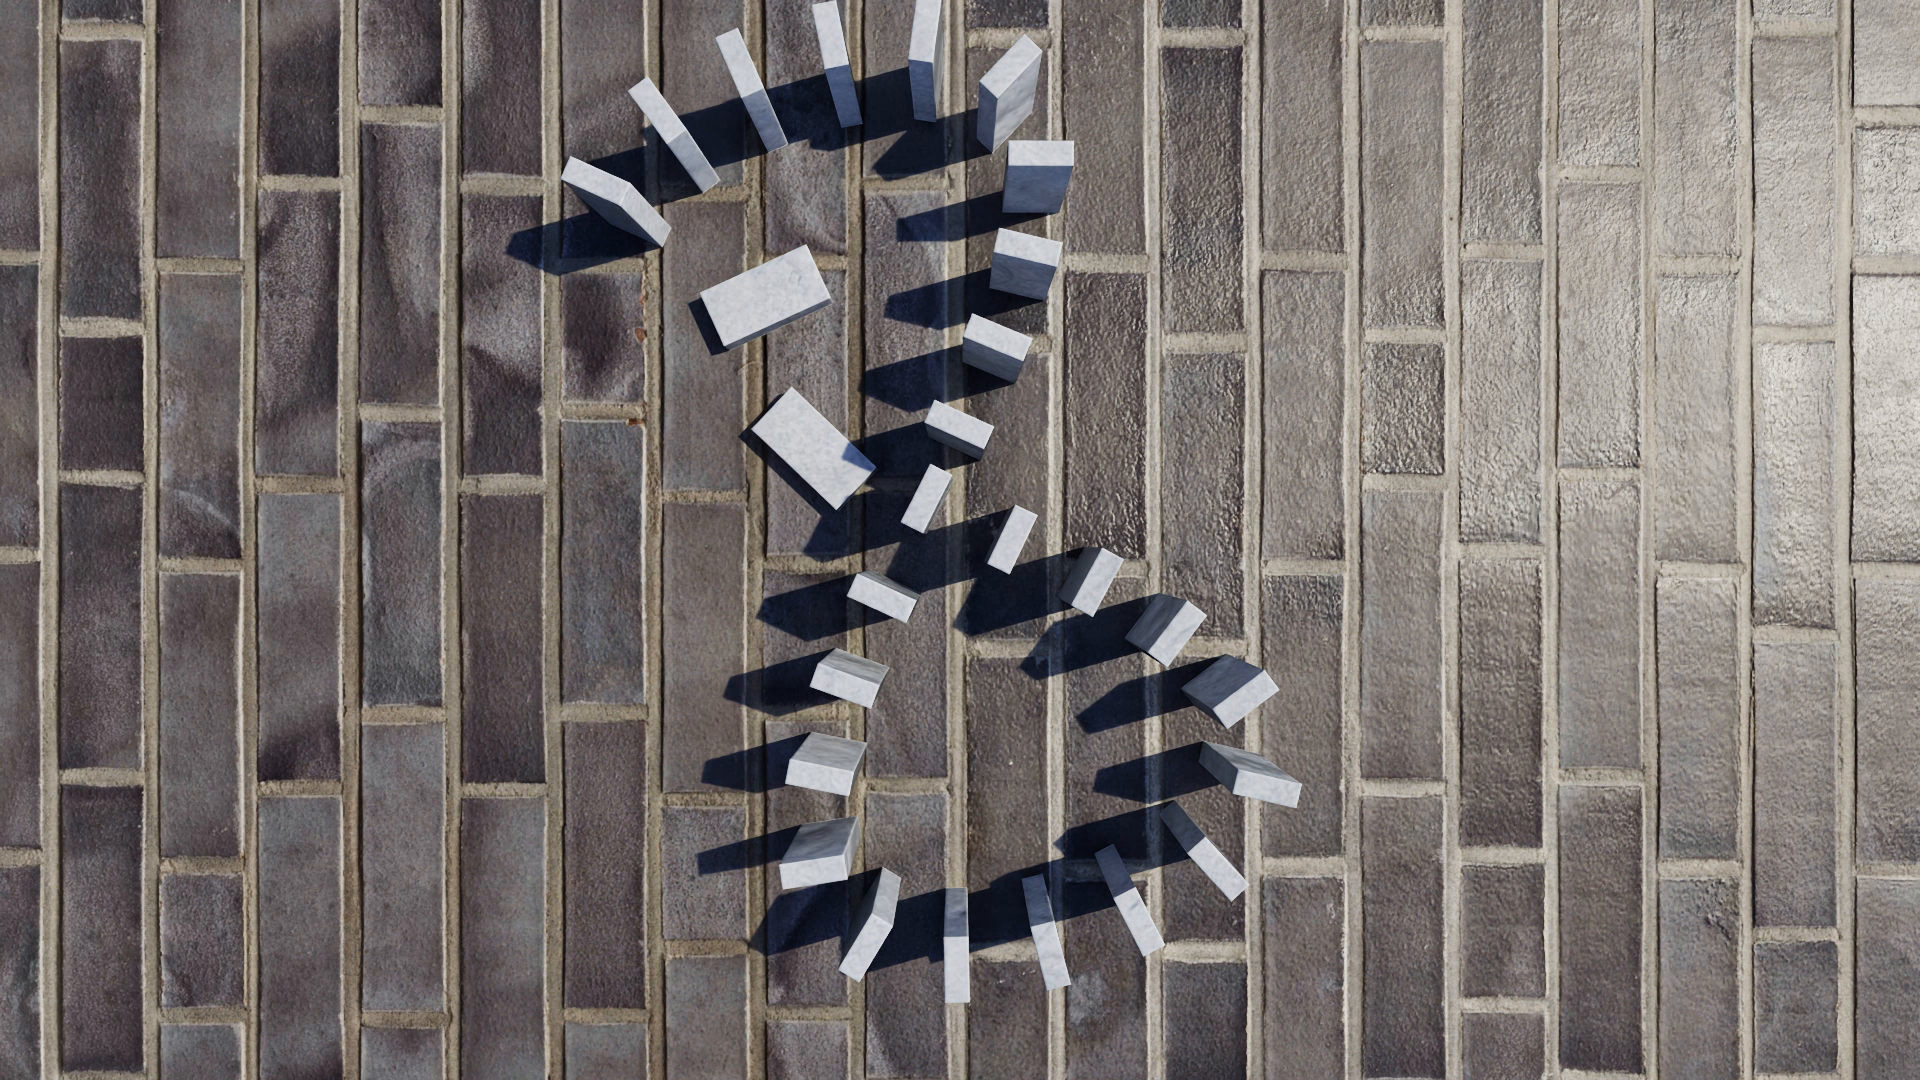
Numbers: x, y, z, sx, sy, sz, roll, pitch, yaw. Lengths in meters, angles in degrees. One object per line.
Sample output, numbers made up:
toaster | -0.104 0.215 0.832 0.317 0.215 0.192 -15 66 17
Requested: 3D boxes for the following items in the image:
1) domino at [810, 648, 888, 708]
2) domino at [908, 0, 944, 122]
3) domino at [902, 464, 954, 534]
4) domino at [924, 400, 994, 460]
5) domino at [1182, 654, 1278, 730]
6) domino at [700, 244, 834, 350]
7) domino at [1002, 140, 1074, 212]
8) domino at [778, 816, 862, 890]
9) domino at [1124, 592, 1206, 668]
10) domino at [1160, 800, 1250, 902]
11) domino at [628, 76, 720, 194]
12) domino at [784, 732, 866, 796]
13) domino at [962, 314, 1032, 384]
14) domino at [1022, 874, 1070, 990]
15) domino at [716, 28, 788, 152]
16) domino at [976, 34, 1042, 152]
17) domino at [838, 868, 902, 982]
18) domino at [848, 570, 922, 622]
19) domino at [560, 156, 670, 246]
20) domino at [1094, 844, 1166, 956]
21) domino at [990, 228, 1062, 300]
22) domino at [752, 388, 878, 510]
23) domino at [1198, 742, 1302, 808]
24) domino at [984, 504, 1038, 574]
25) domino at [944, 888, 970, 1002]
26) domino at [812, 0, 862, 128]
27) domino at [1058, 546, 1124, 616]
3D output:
domino | -0.044 0.056 0.375 0.025 0.050 0.010 20 90 0
domino | -0.013 -0.195 0.375 0.009 0.050 0.025 8 90 0
domino | -0.013 -0.016 0.375 0.010 0.050 0.025 27 90 0
domino | 0.000 -0.044 0.375 0.025 0.050 0.010 24 90 0
domino | 0.109 0.061 0.375 0.025 0.050 0.010 -37 90 0
domino | -0.083 -0.104 0.395 0.050 0.010 0.025 -25 90 0
domino | 0.031 -0.148 0.375 0.025 0.050 0.010 0 90 0
domino | -0.056 0.127 0.375 0.025 0.050 0.009 -9 90 0
domino | 0.083 0.036 0.375 0.009 0.050 0.025 38 90 0
domino | 0.099 0.126 0.375 0.010 0.050 0.025 -43 90 0
domino | -0.116 -0.164 0.375 0.009 0.050 0.025 -36 90 0
domino | -0.054 0.091 0.375 0.025 0.050 0.010 11 90 0
domino | 0.014 -0.077 0.375 0.025 0.050 0.010 23 90 0
domino | 0.035 0.159 0.375 0.010 0.050 0.025 -15 90 0
domino | -0.084 -0.182 0.375 0.010 0.050 0.025 -24 90 0
domino | 0.019 -0.181 0.375 0.010 0.050 0.025 44 90 0
domino | -0.036 0.156 0.375 0.009 0.050 0.025 31 90 0
domino | -0.030 0.022 0.375 0.025 0.050 0.010 25 90 0
domino | -0.139 -0.137 0.375 0.025 0.050 0.009 24 90 0
domino | 0.068 0.146 0.375 0.010 0.050 0.025 -27 90 0
domino | 0.026 -0.112 0.375 0.025 0.050 0.010 13 90 0
domino | -0.062 -0.039 0.395 0.050 0.009 0.025 44 90 0
domino | 0.117 0.095 0.375 0.025 0.050 0.009 13 90 0
domino | 0.020 0.000 0.375 0.009 0.050 0.025 26 90 0
domino | -0.001 0.164 0.375 0.009 0.050 0.025 -1 90 0
domino | -0.050 -0.193 0.375 0.009 0.050 0.025 -11 90 0
domino | 0.053 0.016 0.375 0.010 0.050 0.025 28 90 0
